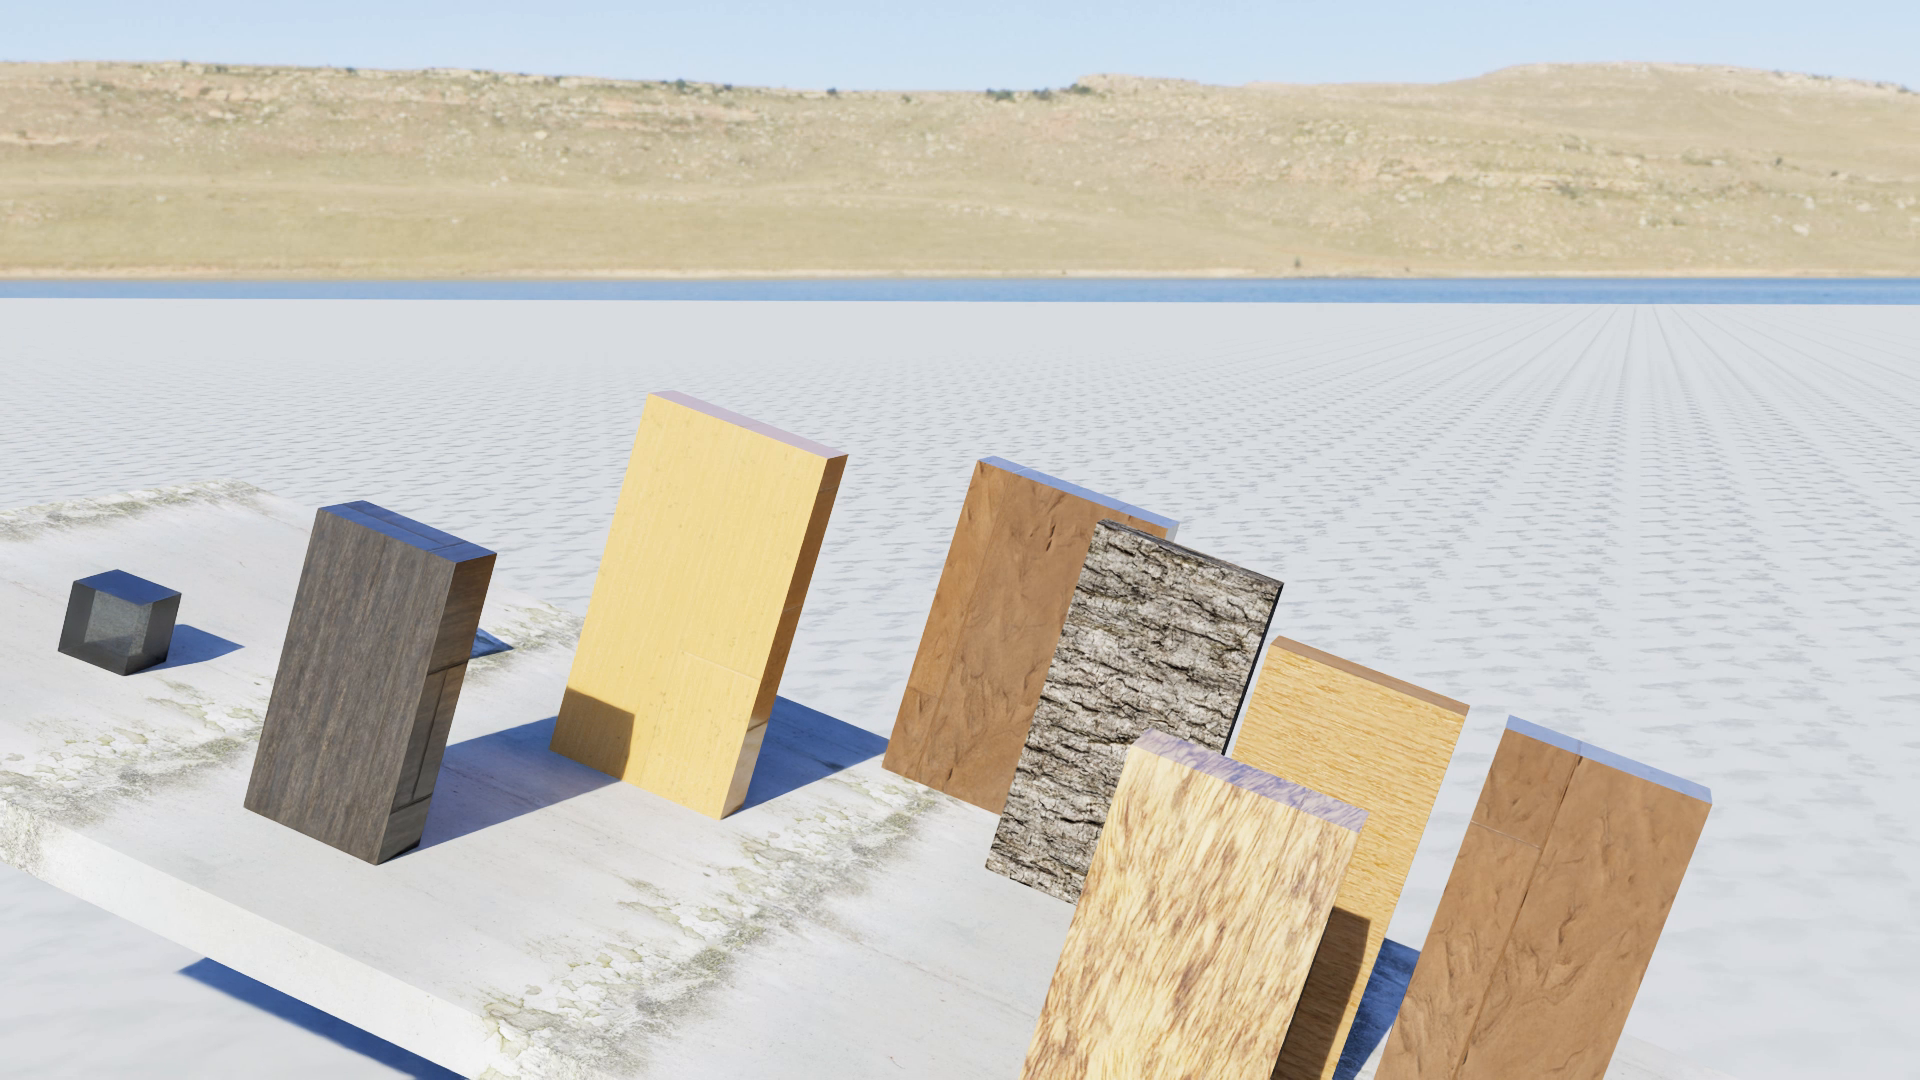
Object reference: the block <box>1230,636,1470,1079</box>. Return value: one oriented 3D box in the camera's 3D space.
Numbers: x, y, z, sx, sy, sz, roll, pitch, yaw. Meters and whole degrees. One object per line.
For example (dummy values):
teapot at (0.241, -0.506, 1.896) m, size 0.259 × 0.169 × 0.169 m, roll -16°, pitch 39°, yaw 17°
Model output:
block at (0.566, 0.595, 3.734) m, size 0.337 × 0.793 × 0.099 m, roll 20°, pitch 12°, yaw 14°

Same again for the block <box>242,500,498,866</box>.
block at (-0.999, 0.239, 3.722) m, size 0.268 × 0.545 × 0.136 m, roll 20°, pitch 12°, yaw 14°

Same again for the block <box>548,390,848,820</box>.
block at (-0.525, 0.128, 4.382) m, size 0.391 × 0.762 × 0.120 m, roll 20°, pitch 12°, yaw 14°

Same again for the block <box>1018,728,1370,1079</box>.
block at (0.308, 0.673, 3.194) m, size 0.337 × 0.715 × 0.126 m, roll 20°, pitch 12°, yaw 14°

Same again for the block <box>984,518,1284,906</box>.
block at (0.348, 0.382, 4.466) m, size 0.384 × 0.766 × 0.080 m, roll 20°, pitch 12°, yaw 14°

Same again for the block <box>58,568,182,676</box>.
block at (-1.607, 0.157, 4.208) m, size 0.143 × 0.143 × 0.143 m, roll 19°, pitch 12°, yaw 9°

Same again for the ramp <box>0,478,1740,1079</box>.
ramp at (-0.357, 0.676, 4.226) m, size 4.000 × 0.100 × 2.000 m, roll 20°, pitch 12°, yaw 14°

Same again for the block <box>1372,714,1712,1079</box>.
block at (1.000, 0.727, 3.845) m, size 0.357 × 0.756 × 0.120 m, roll 20°, pitch 12°, yaw 14°

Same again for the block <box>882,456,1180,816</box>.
block at (0.153, 0.238, 4.910) m, size 0.449 × 0.740 × 0.132 m, roll 20°, pitch 12°, yaw 14°
